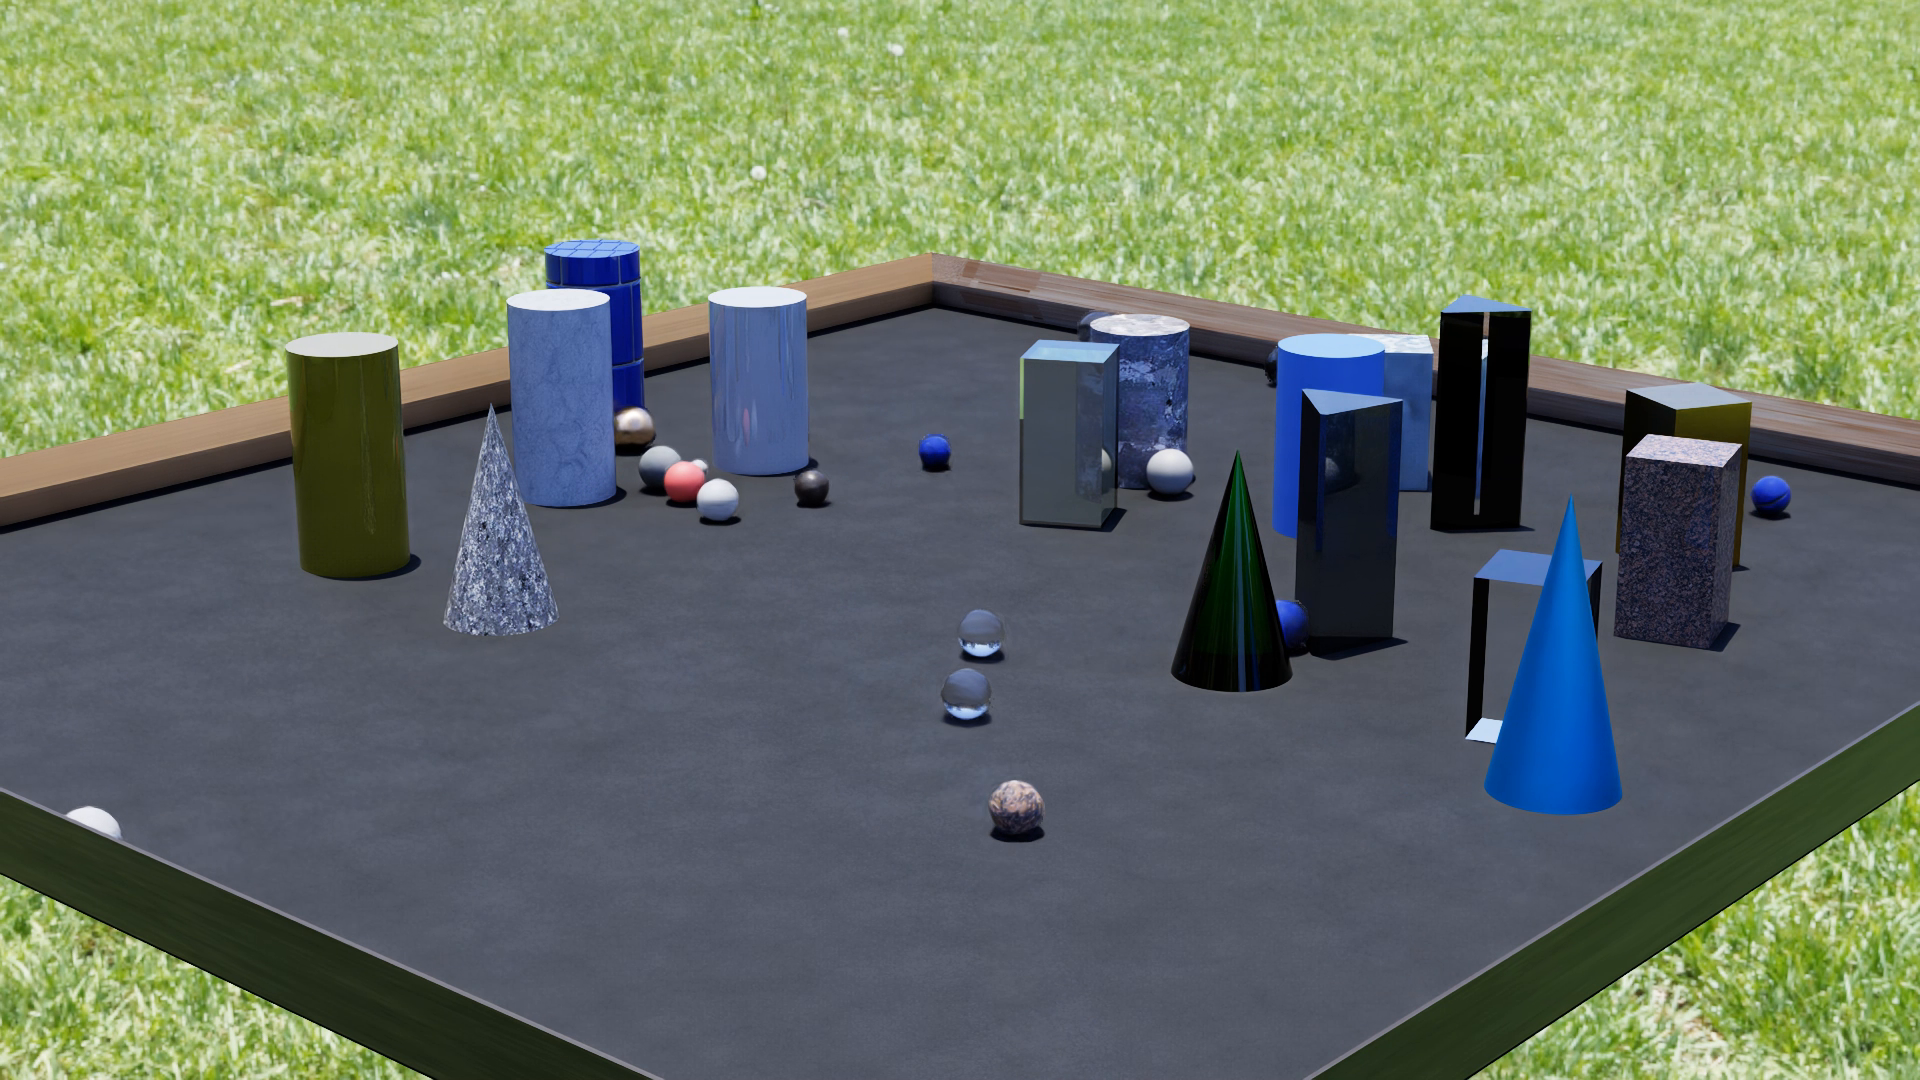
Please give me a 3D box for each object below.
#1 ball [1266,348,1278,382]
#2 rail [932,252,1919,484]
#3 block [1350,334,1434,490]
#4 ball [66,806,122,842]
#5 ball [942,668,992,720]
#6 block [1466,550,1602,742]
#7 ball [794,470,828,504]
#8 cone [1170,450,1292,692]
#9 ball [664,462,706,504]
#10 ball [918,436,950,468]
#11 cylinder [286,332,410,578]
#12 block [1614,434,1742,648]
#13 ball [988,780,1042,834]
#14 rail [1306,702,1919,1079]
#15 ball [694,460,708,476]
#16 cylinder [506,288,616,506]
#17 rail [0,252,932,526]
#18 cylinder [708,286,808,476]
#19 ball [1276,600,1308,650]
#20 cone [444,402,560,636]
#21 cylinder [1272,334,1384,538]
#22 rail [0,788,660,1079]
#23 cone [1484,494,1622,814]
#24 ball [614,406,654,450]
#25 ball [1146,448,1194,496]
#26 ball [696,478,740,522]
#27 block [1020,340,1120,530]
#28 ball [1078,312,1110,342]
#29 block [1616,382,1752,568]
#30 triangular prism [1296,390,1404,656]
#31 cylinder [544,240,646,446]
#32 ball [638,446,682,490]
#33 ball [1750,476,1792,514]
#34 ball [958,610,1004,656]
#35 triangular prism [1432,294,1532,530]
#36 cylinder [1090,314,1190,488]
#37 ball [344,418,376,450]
[{"bbox_3d":[0.731,-0.392,6.604,0.085,0.085,0.085,0,17,0],"label":"ball"},{"bbox_3d":[1.153,-0.351,6.391,3.287,0.128,0.045,14,22,39],"label":"rail"},{"bbox_3d":[0.847,-0.255,5.816,0.158,0.277,0.158,1,17,4],"label":"block"},{"bbox_3d":[-1.177,0.405,3.955,0.089,0.089,0.089,0,17,0],"label":"ball"},{"bbox_3d":[0.010,0.238,4.525,0.079,0.079,0.079,0,17,0],"label":"ball"},{"bbox_3d":[0.872,0.167,4.453,0.158,0.257,0.158,7,18,23],"label":"block"},{"bbox_3d":[-0.287,-0.102,5.673,0.067,0.067,0.067,0,17,0],"label":"ball"},{"bbox_3d":[0.440,0.033,4.692,0.197,0.375,0.197,0,17,0],"label":"cone"},{"bbox_3d":[-0.533,-0.112,5.683,0.081,0.081,0.081,0,17,0],"label":"ball"},{"bbox_3d":[-0.051,-0.178,5.929,0.065,0.065,0.065,0,17,0],"label":"ball"},{"bbox_3d":[-1.098,-0.155,5.266,0.197,0.403,0.197,0,17,0],"label":"cylinder"},{"bbox_3d":[1.202,0.000,4.910,0.158,0.312,0.158,8,18,24],"label":"block"},{"bbox_3d":[0.078,0.372,4.086,0.075,0.075,0.075,0,17,0],"label":"ball"},{"bbox_3d":[1.223,0.339,4.103,0.045,0.128,3.564,14,22,39],"label":"rail"},{"bbox_3d":[-0.522,-0.139,5.842,0.041,0.041,0.041,0,17,0],"label":"ball"},{"bbox_3d":[-0.774,-0.278,5.706,0.197,0.387,0.197,0,17,0],"label":"cylinder"},{"bbox_3d":[-1.223,-0.274,6.137,0.045,0.128,3.564,14,22,39],"label":"rail"},{"bbox_3d":[-0.407,-0.323,5.929,0.197,0.344,0.197,0,17,0],"label":"cylinder"},{"bbox_3d":[0.533,0.140,4.842,0.083,0.083,0.083,0,17,0],"label":"ball"},{"bbox_3d":[-0.784,-0.049,4.958,0.197,0.380,0.197,0,17,0],"label":"cone"},{"bbox_3d":[0.688,-0.192,5.482,0.197,0.351,0.197,0,17,0],"label":"cylinder"},{"bbox_3d":[-1.153,0.415,3.849,3.287,0.128,0.045,14,22,39],"label":"rail"},{"bbox_3d":[0.860,0.147,4.189,0.197,0.447,0.197,0,17,0],"label":"cone"},{"bbox_3d":[-0.678,-0.230,6.055,0.092,0.092,0.092,0,17,0],"label":"ball"},{"bbox_3d":[0.410,-0.132,5.731,0.092,0.092,0.092,0,17,0],"label":"ball"},{"bbox_3d":[-0.459,-0.076,5.565,0.080,0.080,0.080,0,17,0],"label":"ball"},{"bbox_3d":[0.208,-0.201,5.560,0.158,0.323,0.158,4,17,14],"label":"block"},{"bbox_3d":[0.327,-0.489,6.904,0.099,0.099,0.099,0,17,0],"label":"ball"},{"bbox_3d":[1.304,-0.111,5.289,0.158,0.307,0.158,-6,18,-20],"label":"block"},{"bbox_3d":[0.612,-0.037,4.864,0.171,0.410,0.148,-11,20,-32],"label":"triangular prism"},{"bbox_3d":[-0.762,-0.413,6.129,0.197,0.399,0.197,0,17,0],"label":"cylinder"},{"bbox_3d":[-0.589,-0.141,5.770,0.087,0.087,0.087,0,17,0],"label":"ball"},{"bbox_3d":[1.550,-0.085,5.606,0.074,0.074,0.074,0,17,0],"label":"ball"},{"bbox_3d":[0.035,0.153,4.810,0.078,0.078,0.078,0,17,0],"label":"ball"},{"bbox_3d":[0.964,-0.243,5.535,0.171,0.418,0.148,-2,17,-6],"label":"triangular prism"},{"bbox_3d":[0.355,-0.278,5.840,0.197,0.308,0.197,0,17,0],"label":"cylinder"},{"bbox_3d":[-1.240,-0.219,6.061,0.068,0.068,0.068,0,17,0],"label":"ball"}]
